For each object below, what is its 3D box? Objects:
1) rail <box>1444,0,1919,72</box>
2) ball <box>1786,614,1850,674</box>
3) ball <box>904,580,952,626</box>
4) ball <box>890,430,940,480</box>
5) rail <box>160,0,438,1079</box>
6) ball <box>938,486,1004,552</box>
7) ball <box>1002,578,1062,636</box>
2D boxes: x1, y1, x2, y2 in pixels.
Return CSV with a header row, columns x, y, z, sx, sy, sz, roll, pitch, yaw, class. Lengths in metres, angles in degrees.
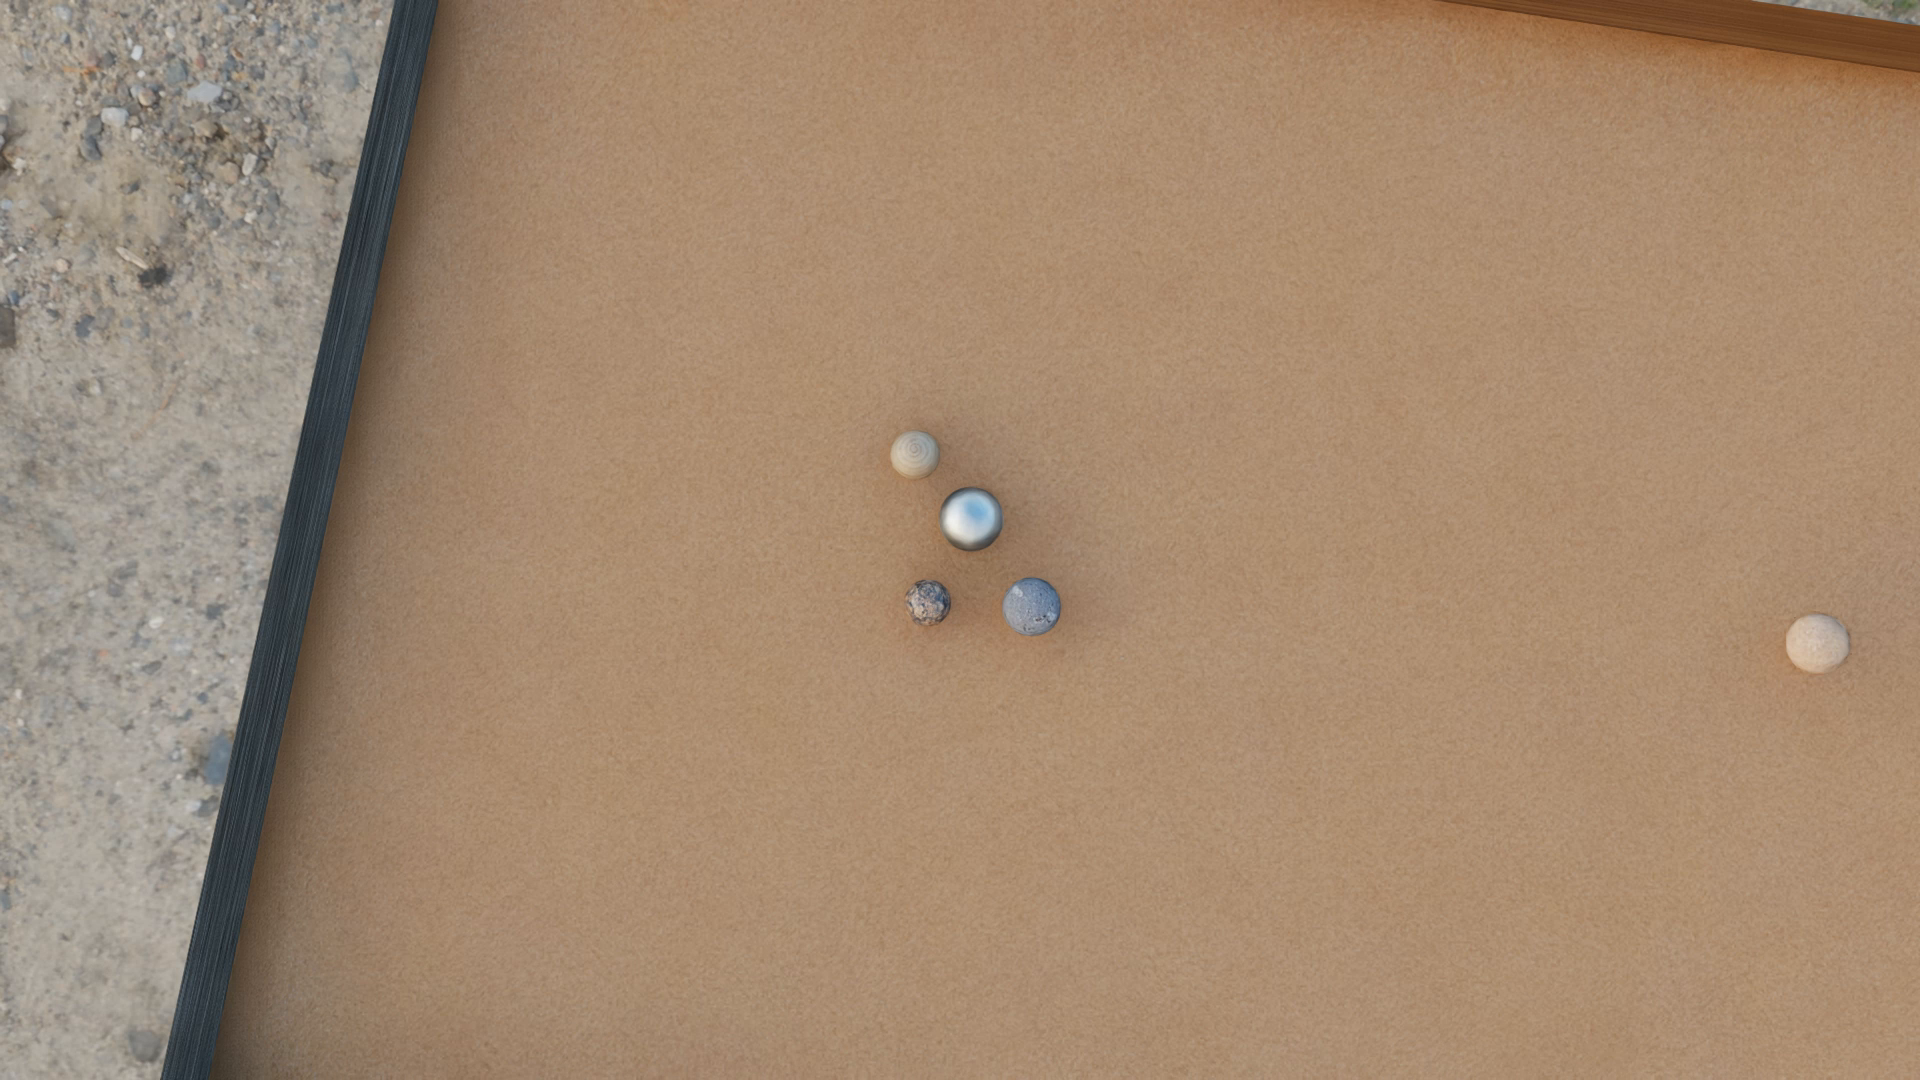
x,y,z,sx,sy,sz,roll,pitch,yaw,class
1.118,-0.798,3.396,3.908,0.126,0.045,9,80,2,rail
1.267,0.153,3.247,0.090,0.090,0.090,0,80,0,ball
-0.048,0.093,3.267,0.070,0.070,0.070,0,80,0,ball
-0.067,-0.128,3.304,0.076,0.076,0.076,0,80,0,ball
-0.941,-0.152,3.282,0.045,0.126,1.994,9,80,2,rail
0.017,-0.031,3.276,0.097,0.097,0.097,0,80,0,ball
0.106,0.099,3.258,0.088,0.088,0.088,0,80,0,ball
